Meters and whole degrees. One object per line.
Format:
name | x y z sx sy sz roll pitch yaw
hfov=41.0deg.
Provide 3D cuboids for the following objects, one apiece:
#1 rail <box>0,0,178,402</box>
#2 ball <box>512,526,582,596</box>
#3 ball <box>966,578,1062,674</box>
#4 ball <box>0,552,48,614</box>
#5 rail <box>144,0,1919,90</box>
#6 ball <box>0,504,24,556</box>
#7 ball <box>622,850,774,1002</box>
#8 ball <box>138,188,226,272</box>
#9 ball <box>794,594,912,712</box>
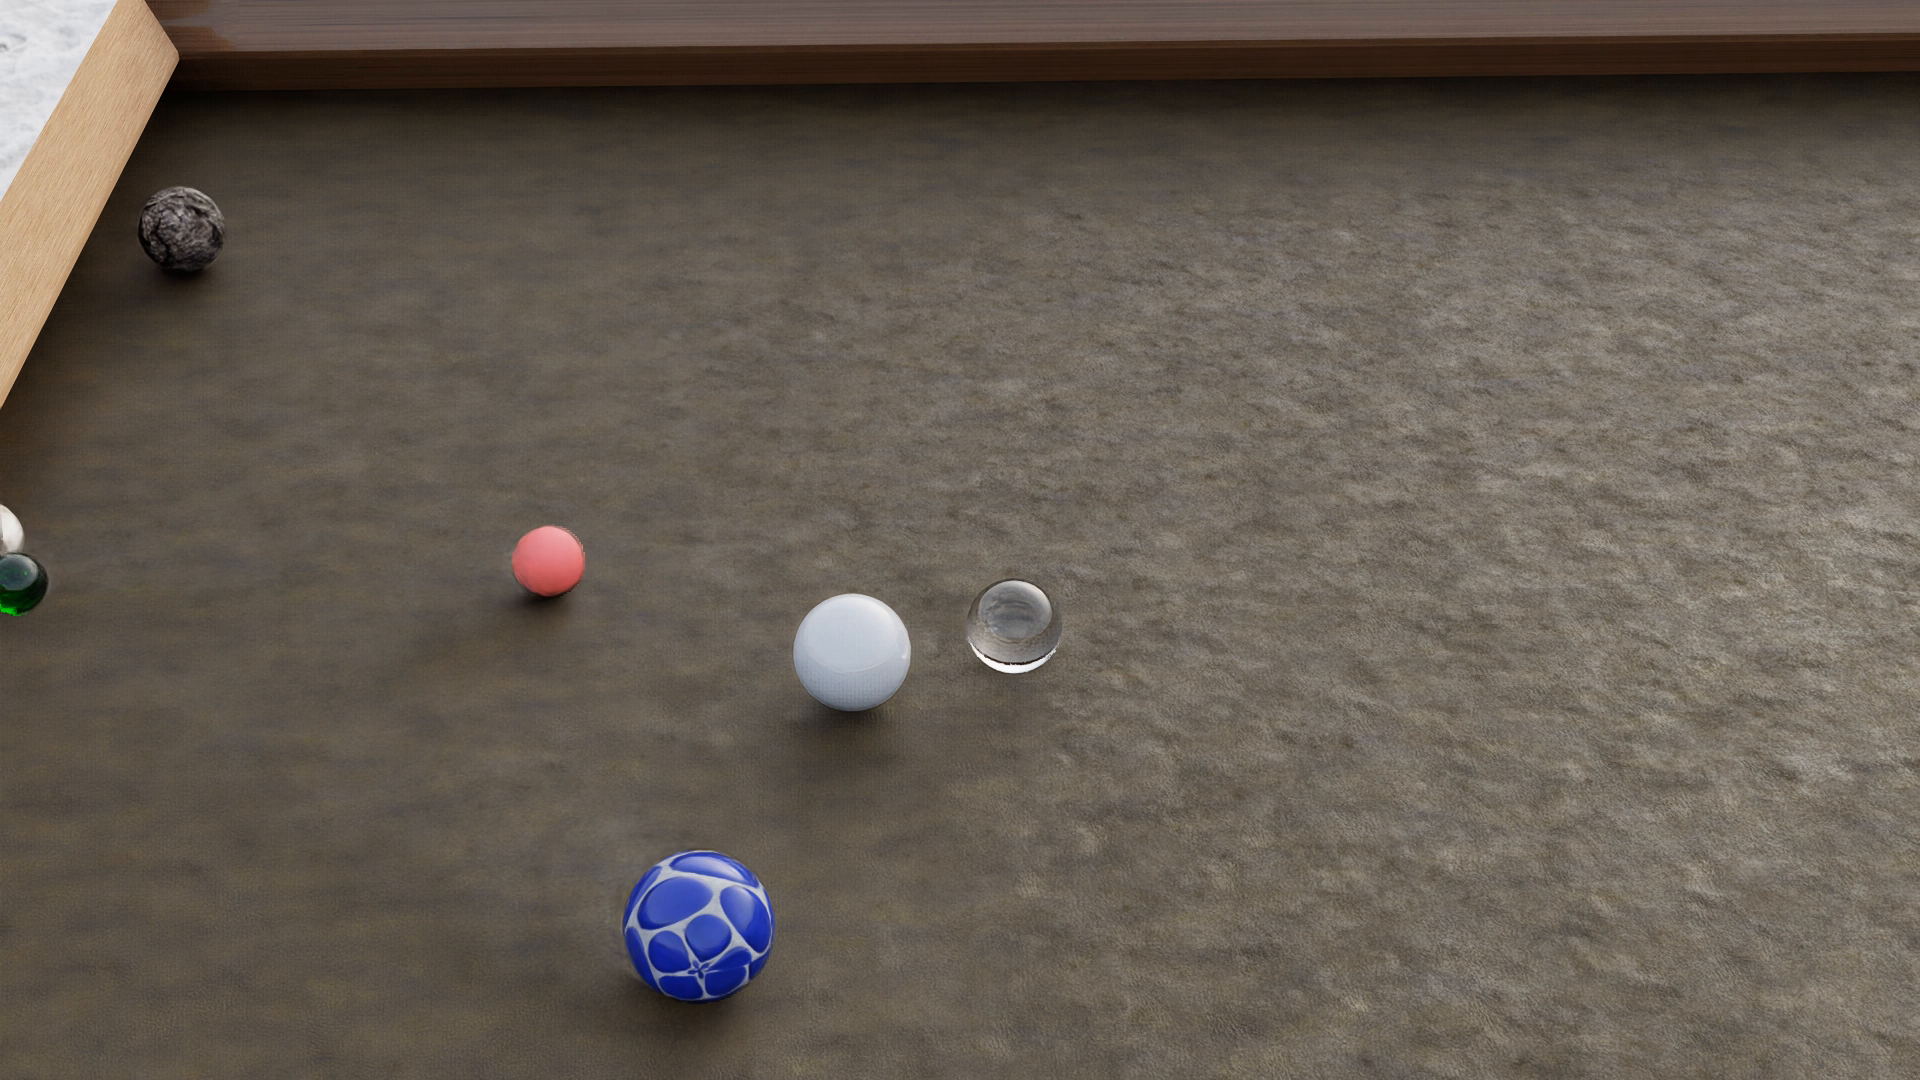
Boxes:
rail | -0.711 -0.010 1.728 0.045 0.109 1.560 -1 36 -1
ball | -0.281 0.015 1.748 0.047 0.047 0.047 0 36 0
ball | 0.036 0.056 1.678 0.063 0.063 0.063 0 36 0
ball | -0.638 0.029 1.733 0.041 0.041 0.041 0 36 0
rail | 0.715 -0.474 2.373 2.940 0.109 0.045 -1 36 -1
ball | -0.672 0.000 1.760 0.057 0.057 0.057 0 36 0
ball | -0.146 0.216 1.436 0.084 0.084 0.084 0 36 0
ball | -0.638 -0.254 2.104 0.069 0.069 0.069 0 36 0
ball | -0.069 0.072 1.644 0.076 0.076 0.076 0 36 0
